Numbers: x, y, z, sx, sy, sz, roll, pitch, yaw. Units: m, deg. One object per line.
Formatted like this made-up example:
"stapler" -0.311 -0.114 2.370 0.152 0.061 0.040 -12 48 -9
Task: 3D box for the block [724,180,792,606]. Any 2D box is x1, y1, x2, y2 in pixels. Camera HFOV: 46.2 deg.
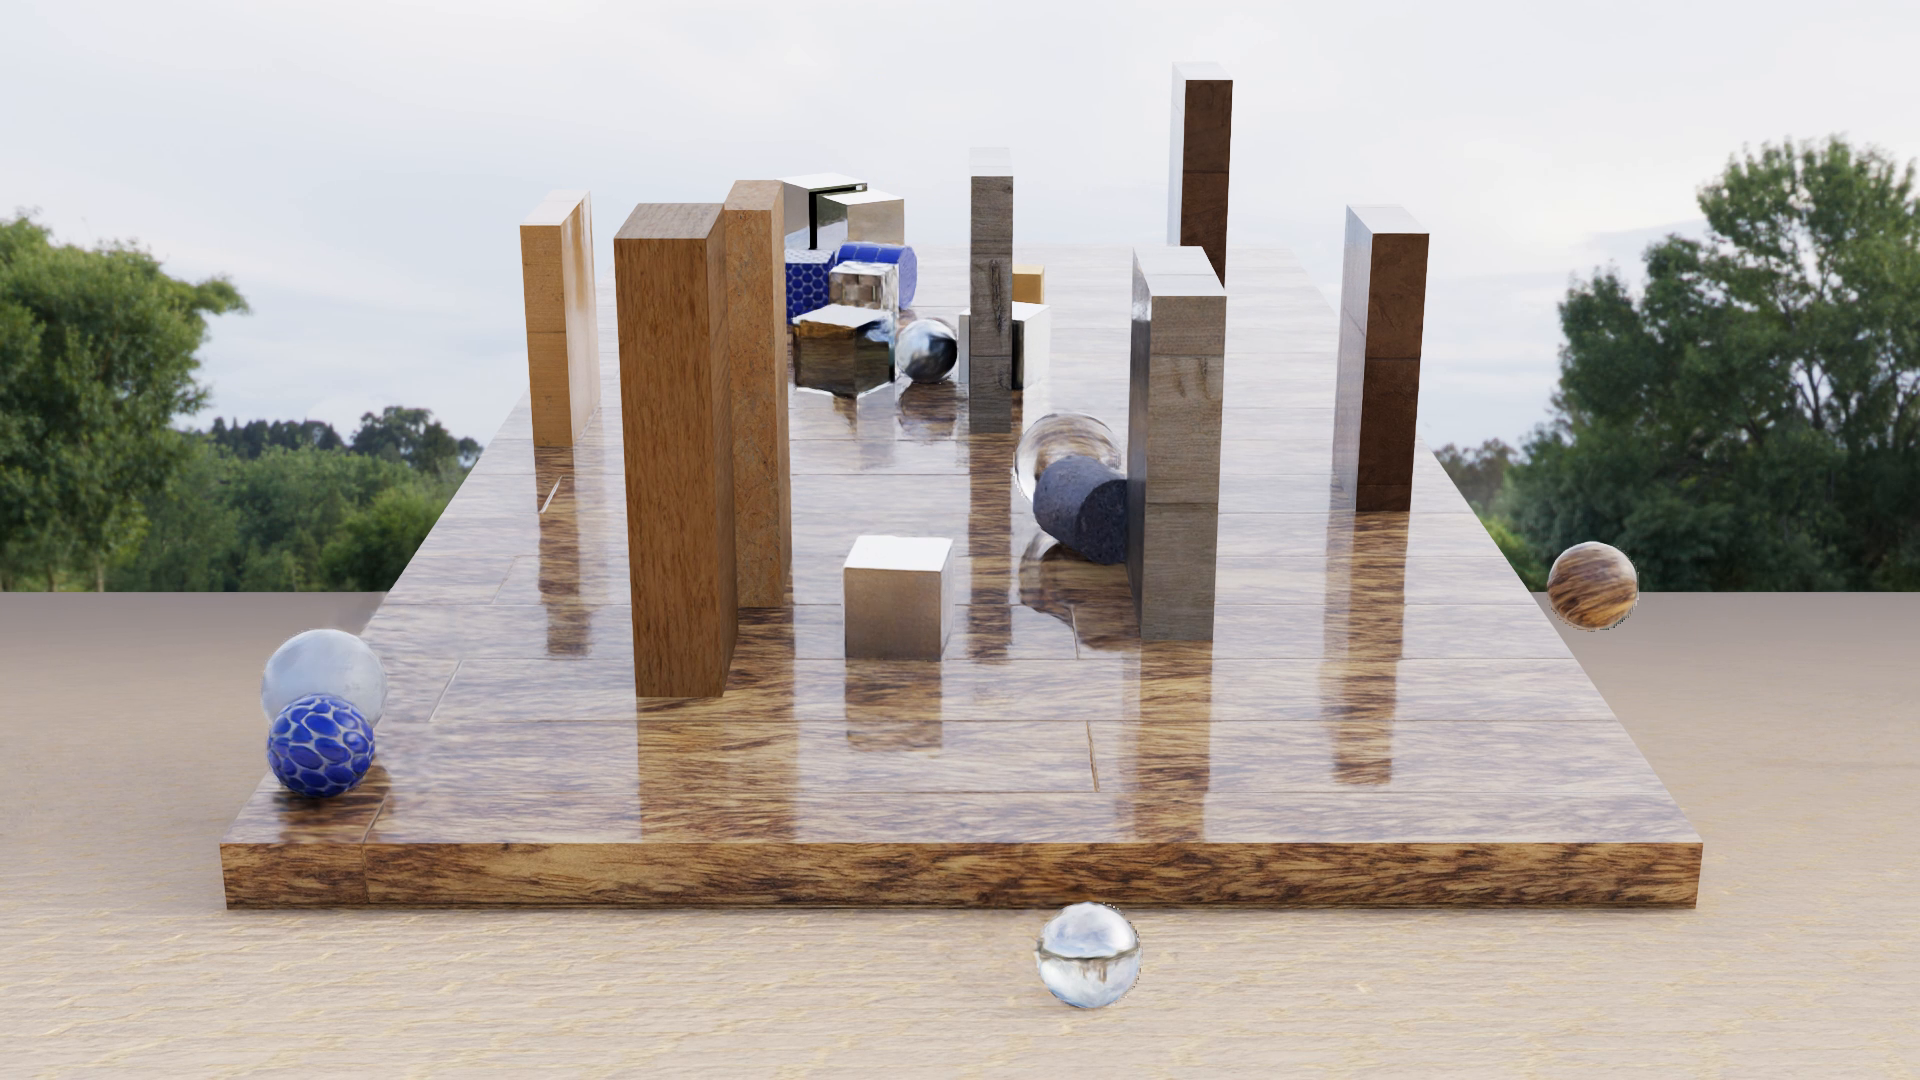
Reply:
"block" -0.349 -0.255 3.899 0.082 0.689 0.277 0 19 0

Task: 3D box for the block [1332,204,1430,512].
"block" 0.822 -0.362 4.431 0.107 0.547 0.294 0 19 0

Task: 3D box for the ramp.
"ramp" -0.004 -0.198 4.942 2.000 0.100 4.000 0 19 0

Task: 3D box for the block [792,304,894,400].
"block" -0.268 -0.438 5.224 0.169 0.169 0.169 11 22 28

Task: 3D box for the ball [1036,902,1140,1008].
"ball" 0.134 0.433 2.352 0.109 0.109 0.109 0 -1 0

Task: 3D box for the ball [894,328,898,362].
"ball" -0.204 -0.465 5.364 0.129 0.129 0.129 0 -1 0

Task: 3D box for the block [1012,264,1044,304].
"block" 0.165 -0.664 5.970 0.109 0.109 0.109 2 19 7

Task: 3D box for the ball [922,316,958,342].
"ball" -0.063 -0.477 5.394 0.120 0.120 0.120 0 -1 0

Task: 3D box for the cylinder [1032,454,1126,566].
"cylinder" 0.243 -0.056 4.131 0.163 0.163 0.163 1 17 -28

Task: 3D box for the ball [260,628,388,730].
"ball" -0.931 0.220 3.300 0.180 0.180 0.180 0 -1 0

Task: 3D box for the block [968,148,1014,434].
"block" 0.066 -0.556 4.968 0.089 0.559 0.371 0 19 0

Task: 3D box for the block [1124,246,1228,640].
"block" 0.360 -0.172 3.823 0.119 0.582 0.380 0 19 0

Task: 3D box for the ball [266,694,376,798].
"ball" -0.895 0.288 3.156 0.146 0.146 0.146 0 -1 0

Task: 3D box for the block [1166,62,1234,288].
"block" 0.527 -0.675 5.038 0.101 0.741 0.305 0 19 0

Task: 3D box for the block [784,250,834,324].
"block" -0.417 -0.659 5.874 0.162 0.162 0.162 1 19 3

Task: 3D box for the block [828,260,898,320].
"block" -0.249 -0.636 5.837 0.142 0.142 0.142 6 20 15

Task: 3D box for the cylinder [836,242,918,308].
"cylinder" -0.222 -0.703 5.986 0.170 0.170 0.170 5 1 19

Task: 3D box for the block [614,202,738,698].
"block" -0.437 -0.142 3.520 0.135 0.722 0.279 0 19 0

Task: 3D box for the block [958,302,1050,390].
"block" 0.105 -0.461 5.295 0.165 0.165 0.165 8 21 22

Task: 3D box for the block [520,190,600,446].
"block" -0.865 -0.490 4.902 0.083 0.475 0.407 0 19 0

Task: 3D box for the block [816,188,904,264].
"block" -0.289 -0.905 6.545 0.187 0.187 0.187 -11 22 -30

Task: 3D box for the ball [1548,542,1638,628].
"ball" 1.246 0.089 4.439 0.171 0.171 0.171 0 -1 0

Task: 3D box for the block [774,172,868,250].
"block" -0.413 -0.971 6.715 0.202 0.202 0.202 -12 23 -32

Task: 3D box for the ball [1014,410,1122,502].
"ball" 0.207 -0.145 4.298 0.205 0.205 0.205 0 -1 0

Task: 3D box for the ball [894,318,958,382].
"ball" -0.079 -0.442 5.265 0.149 0.149 0.149 0 -1 0

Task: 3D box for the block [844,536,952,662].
"block" -0.099 0.095 3.699 0.158 0.158 0.158 2 19 6
